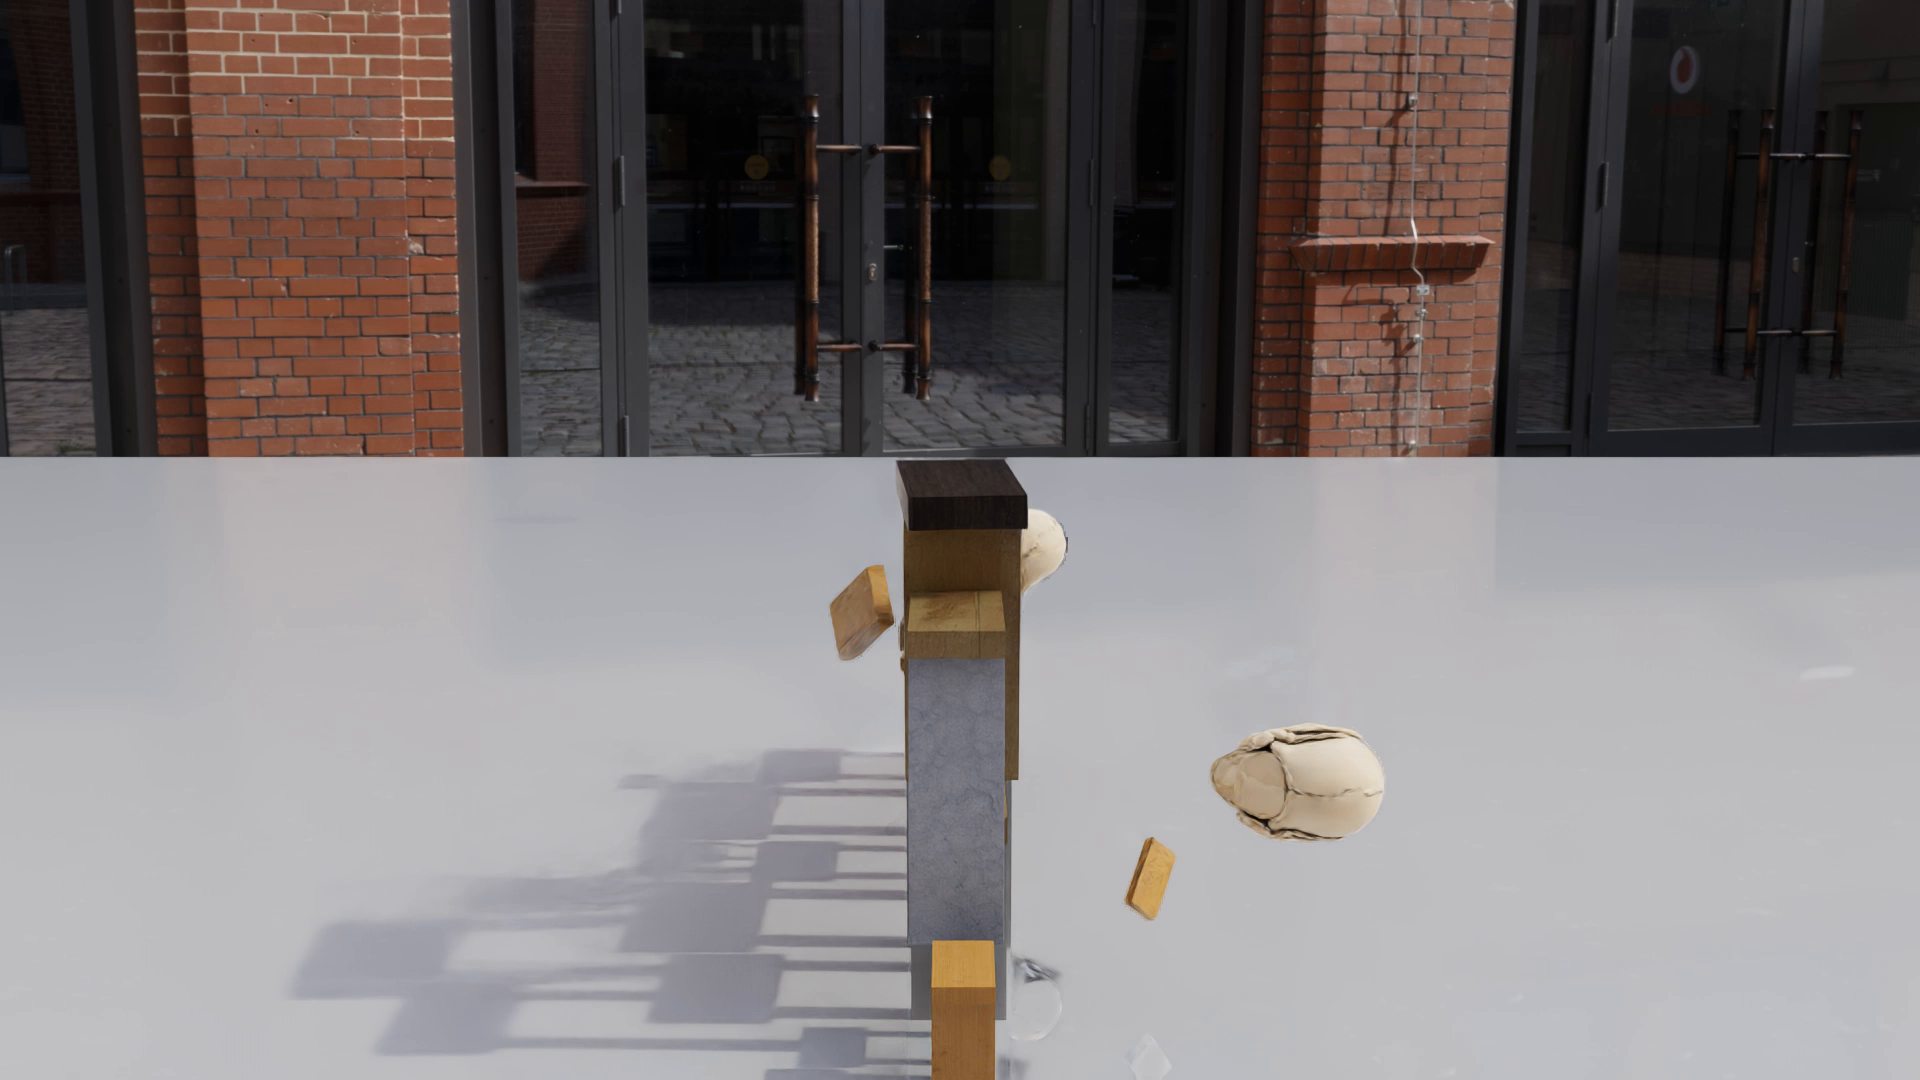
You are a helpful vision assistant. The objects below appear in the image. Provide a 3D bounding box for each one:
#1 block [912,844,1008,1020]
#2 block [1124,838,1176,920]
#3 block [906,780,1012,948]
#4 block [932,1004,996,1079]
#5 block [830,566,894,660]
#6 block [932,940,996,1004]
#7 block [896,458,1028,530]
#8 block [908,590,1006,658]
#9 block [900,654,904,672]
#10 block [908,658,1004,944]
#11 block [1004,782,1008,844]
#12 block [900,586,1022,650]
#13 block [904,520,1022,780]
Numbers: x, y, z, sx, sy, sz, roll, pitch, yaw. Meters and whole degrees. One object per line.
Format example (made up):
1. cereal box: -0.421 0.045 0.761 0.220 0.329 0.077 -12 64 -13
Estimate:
1. block: -0.002 0.550 3.141 0.136 0.272 0.039 0 11 0
2. block: 0.287 0.508 3.301 0.054 0.109 0.015 39 -33 -26
3. block: -0.001 0.473 3.415 0.162 0.323 0.046 0 11 0
4. block: 0.004 0.663 2.827 0.081 0.163 0.023 0 11 0
5. block: -0.161 0.120 3.567 0.027 0.097 0.194 -4 -19 -24
6. block: 0.004 0.562 2.864 0.081 0.023 0.163 0 11 0
7. block: -0.002 -0.069 3.223 0.167 0.047 0.334 -1 11 -4
8. block: -0.005 0.114 3.017 0.129 0.036 0.257 0 11 0
9. block: -0.024 0.167 3.776 0.097 0.027 0.194 9 34 16
10. block: -0.005 0.348 2.980 0.129 0.409 0.036 0 12 0
11. block: -0.002 0.381 3.202 0.136 0.039 0.272 0 11 0
12. block: 0.005 0.141 4.025 0.176 0.050 0.352 1 11 8
13. block: 0.003 0.161 3.197 0.167 0.392 0.047 0 20 0
